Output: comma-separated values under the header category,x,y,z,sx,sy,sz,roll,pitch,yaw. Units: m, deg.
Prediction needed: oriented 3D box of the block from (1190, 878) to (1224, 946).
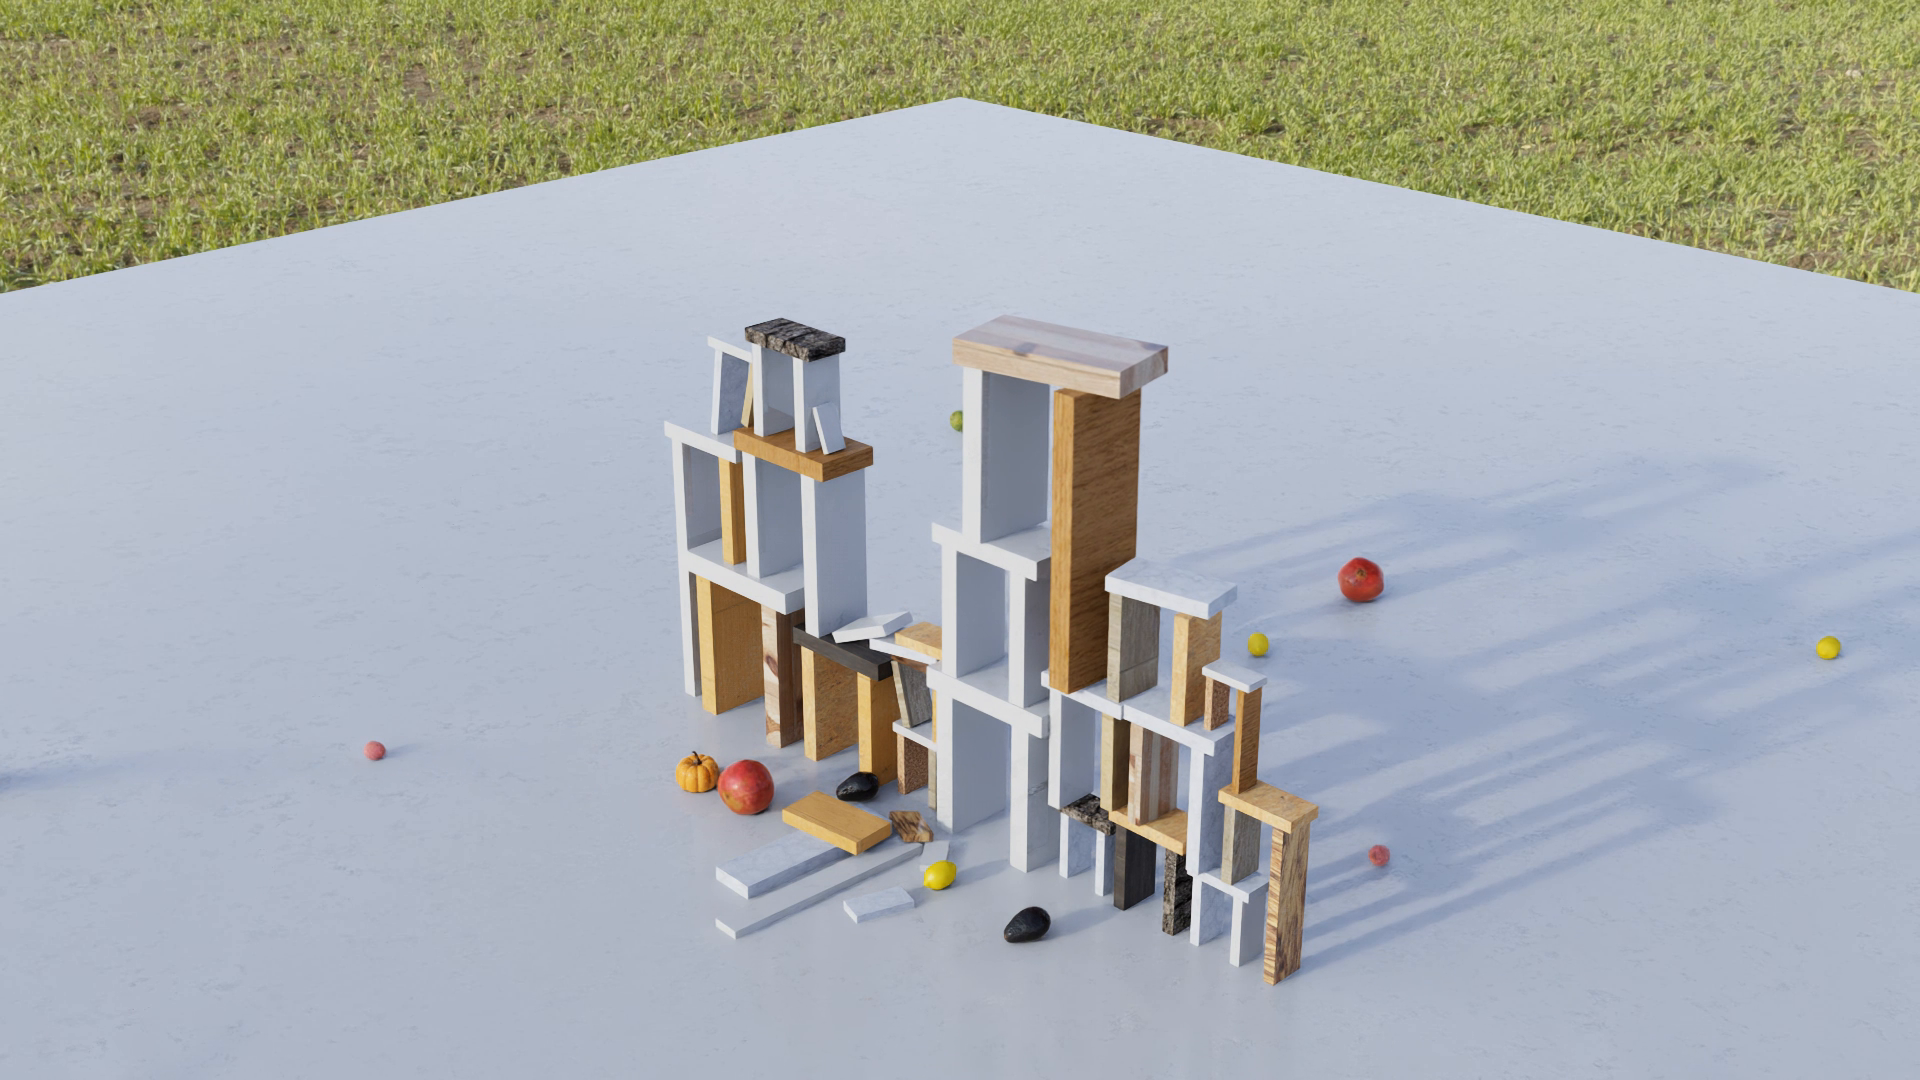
category,x,y,z,sx,sy,sz,roll,pitch,yaw
block,0.453,0.665,4.014,0.070,0.140,0.020,-21,31,-40

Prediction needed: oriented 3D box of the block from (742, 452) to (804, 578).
category,x,y,z,sx,sy,sz,roll,pitch,yaw
block,-0.386,-0.070,4.621,0.039,0.275,0.138,21,31,41

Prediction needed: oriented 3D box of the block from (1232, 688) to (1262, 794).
category,x,y,z,sx,sy,sz,roll,pitch,yaw
block,0.499,0.343,3.826,0.051,0.201,0.015,-21,31,-41

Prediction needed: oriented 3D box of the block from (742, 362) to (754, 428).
category,x,y,z,sx,sy,sz,roll,pitch,yaw
block,-0.406,-0.310,4.540,0.076,0.151,0.021,-21,46,-40

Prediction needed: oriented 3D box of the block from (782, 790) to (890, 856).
category,x,y,z,sx,sy,sz,roll,pitch,yaw
block,-0.244,0.557,4.340,0.199,0.028,0.099,18,29,36

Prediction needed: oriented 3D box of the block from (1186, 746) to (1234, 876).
category,x,y,z,sx,sy,sz,roll,pitch,yaw
block,0.453,0.468,3.930,0.102,0.250,0.029,-21,30,-40

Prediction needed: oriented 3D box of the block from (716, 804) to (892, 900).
category,x,y,z,sx,sy,sz,roll,pitch,yaw
block,-0.301,0.605,4.298,0.361,0.028,0.099,-20,30,-38

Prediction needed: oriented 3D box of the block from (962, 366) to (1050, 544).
category,x,y,z,sx,sy,sz,roll,pitch,yaw
block,0.086,-0.179,4.061,0.172,0.344,0.049,-19,30,-38

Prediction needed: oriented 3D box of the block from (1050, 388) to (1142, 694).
category,x,y,z,sx,sy,sz,roll,pitch,yaw
block,0.242,-0.011,3.956,0.172,0.571,0.049,-20,30,-39

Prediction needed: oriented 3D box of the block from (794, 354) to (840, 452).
category,x,y,z,sx,sy,sz,roll,pitch,yaw
block,-0.286,-0.282,4.418,0.098,0.195,0.028,-21,31,-41

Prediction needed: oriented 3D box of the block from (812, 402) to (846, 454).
category,x,y,z,sx,sy,sz,roll,pitch,yaw
block,-0.263,-0.225,4.412,0.048,0.096,0.014,-21,11,-41

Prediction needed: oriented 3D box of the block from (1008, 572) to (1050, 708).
category,x,y,z,sx,sy,sz,roll,pitch,yaw
block,0.153,0.168,4.125,0.135,0.269,0.038,-21,31,-40

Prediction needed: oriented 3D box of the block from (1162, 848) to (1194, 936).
category,x,y,z,sx,sy,sz,roll,pitch,yaw
block,0.414,0.630,4.046,0.025,0.179,0.090,21,31,41

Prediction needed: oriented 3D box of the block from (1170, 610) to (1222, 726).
category,x,y,z,sx,sy,sz,roll,pitch,yaw
block,0.416,0.214,3.869,0.029,0.208,0.104,18,29,37

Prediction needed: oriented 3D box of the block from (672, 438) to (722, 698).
category,x,y,z,sx,sy,sz,roll,pitch,yaw
block,-0.564,0.051,4.861,0.034,0.610,0.119,21,31,41

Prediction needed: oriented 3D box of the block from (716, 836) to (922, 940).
category,x,y,z,sx,sy,sz,roll,pitch,yaw
block,-0.262,0.657,4.192,0.458,0.017,0.059,-20,30,-38

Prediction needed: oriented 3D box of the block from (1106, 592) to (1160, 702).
category,x,y,z,sx,sy,sz,roll,pitch,yaw
block,0.314,0.177,3.967,0.104,0.216,0.029,-20,30,-39

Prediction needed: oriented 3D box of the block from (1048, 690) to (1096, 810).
category,x,y,z,sx,sy,sz,roll,pitch,yaw
block,0.212,0.380,4.150,0.028,0.244,0.099,21,31,40

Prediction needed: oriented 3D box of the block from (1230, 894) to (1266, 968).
category,x,y,z,sx,sy,sz,roll,pitch,yaw
block,0.518,0.691,3.953,0.020,0.140,0.070,21,31,41

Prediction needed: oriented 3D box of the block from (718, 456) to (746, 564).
category,x,y,z,sx,sy,sz,roll,pitch,yaw
block,-0.452,-0.077,4.685,0.034,0.238,0.119,21,31,41

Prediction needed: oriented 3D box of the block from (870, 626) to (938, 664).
category,x,y,z,sx,sy,sz,roll,pitch,yaw
block,-0.092,0.211,4.419,0.161,0.023,0.081,13,26,31

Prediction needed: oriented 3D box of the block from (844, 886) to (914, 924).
category,x,y,z,sx,sy,sz,roll,pitch,yaw
block,-0.152,0.684,4.127,0.119,0.017,0.059,-11,25,-25

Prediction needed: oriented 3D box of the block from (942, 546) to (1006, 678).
category,x,y,z,sx,sy,sz,roll,pitch,yaw
block,0.027,0.119,4.240,0.038,0.269,0.135,21,31,40

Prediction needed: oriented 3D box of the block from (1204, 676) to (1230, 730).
category,x,y,z,sx,sy,sz,roll,pitch,yaw
block,0.451,0.278,3.853,0.015,0.103,0.051,20,30,39

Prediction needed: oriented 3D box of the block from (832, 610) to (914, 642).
category,x,y,z,sx,sy,sz,roll,pitch,yaw
block,-0.178,0.177,4.470,0.081,0.023,0.161,-27,11,-41

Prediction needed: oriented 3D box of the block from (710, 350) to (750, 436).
category,x,y,z,sx,sy,sz,roll,pitch,yaw
block,-0.482,-0.320,4.618,0.076,0.194,0.021,-21,39,-41

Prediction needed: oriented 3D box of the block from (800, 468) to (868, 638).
category,x,y,z,sx,sy,sz,roll,pitch,yaw
block,-0.257,0.016,4.516,0.138,0.351,0.039,-21,31,-41

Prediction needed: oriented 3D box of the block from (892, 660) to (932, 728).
category,x,y,z,sx,sy,sz,roll,pitch,yaw
block,-0.096,0.302,4.465,0.070,0.140,0.020,-21,17,-41

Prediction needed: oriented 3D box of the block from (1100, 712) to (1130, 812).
category,x,y,z,sx,sy,sz,roll,pitch,yaw
block,0.304,0.394,4.057,0.099,0.197,0.028,-21,30,-40

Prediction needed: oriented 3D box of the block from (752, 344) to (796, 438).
category,x,y,z,sx,sy,sz,roll,pitch,yaw
block,-0.377,-0.318,4.501,0.098,0.195,0.028,-21,32,-40

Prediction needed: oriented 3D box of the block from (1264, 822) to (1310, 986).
category,x,y,z,sx,sy,sz,roll,pitch,yaw
block,0.575,0.631,3.869,0.022,0.317,0.079,21,31,41

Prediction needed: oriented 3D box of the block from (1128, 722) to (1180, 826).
category,x,y,z,sx,sy,sz,roll,pitch,yaw
block,0.354,0.411,4.007,0.102,0.204,0.029,-20,30,-39

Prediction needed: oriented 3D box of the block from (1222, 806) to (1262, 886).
category,x,y,z,sx,sy,sz,roll,pitch,yaw
block,0.501,0.528,3.907,0.079,0.157,0.022,-21,31,-40

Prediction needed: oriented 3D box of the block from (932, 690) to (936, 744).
category,x,y,z,sx,sy,sz,roll,pitch,yaw
block,-0.022,0.333,4.393,0.020,0.140,0.070,21,31,40
